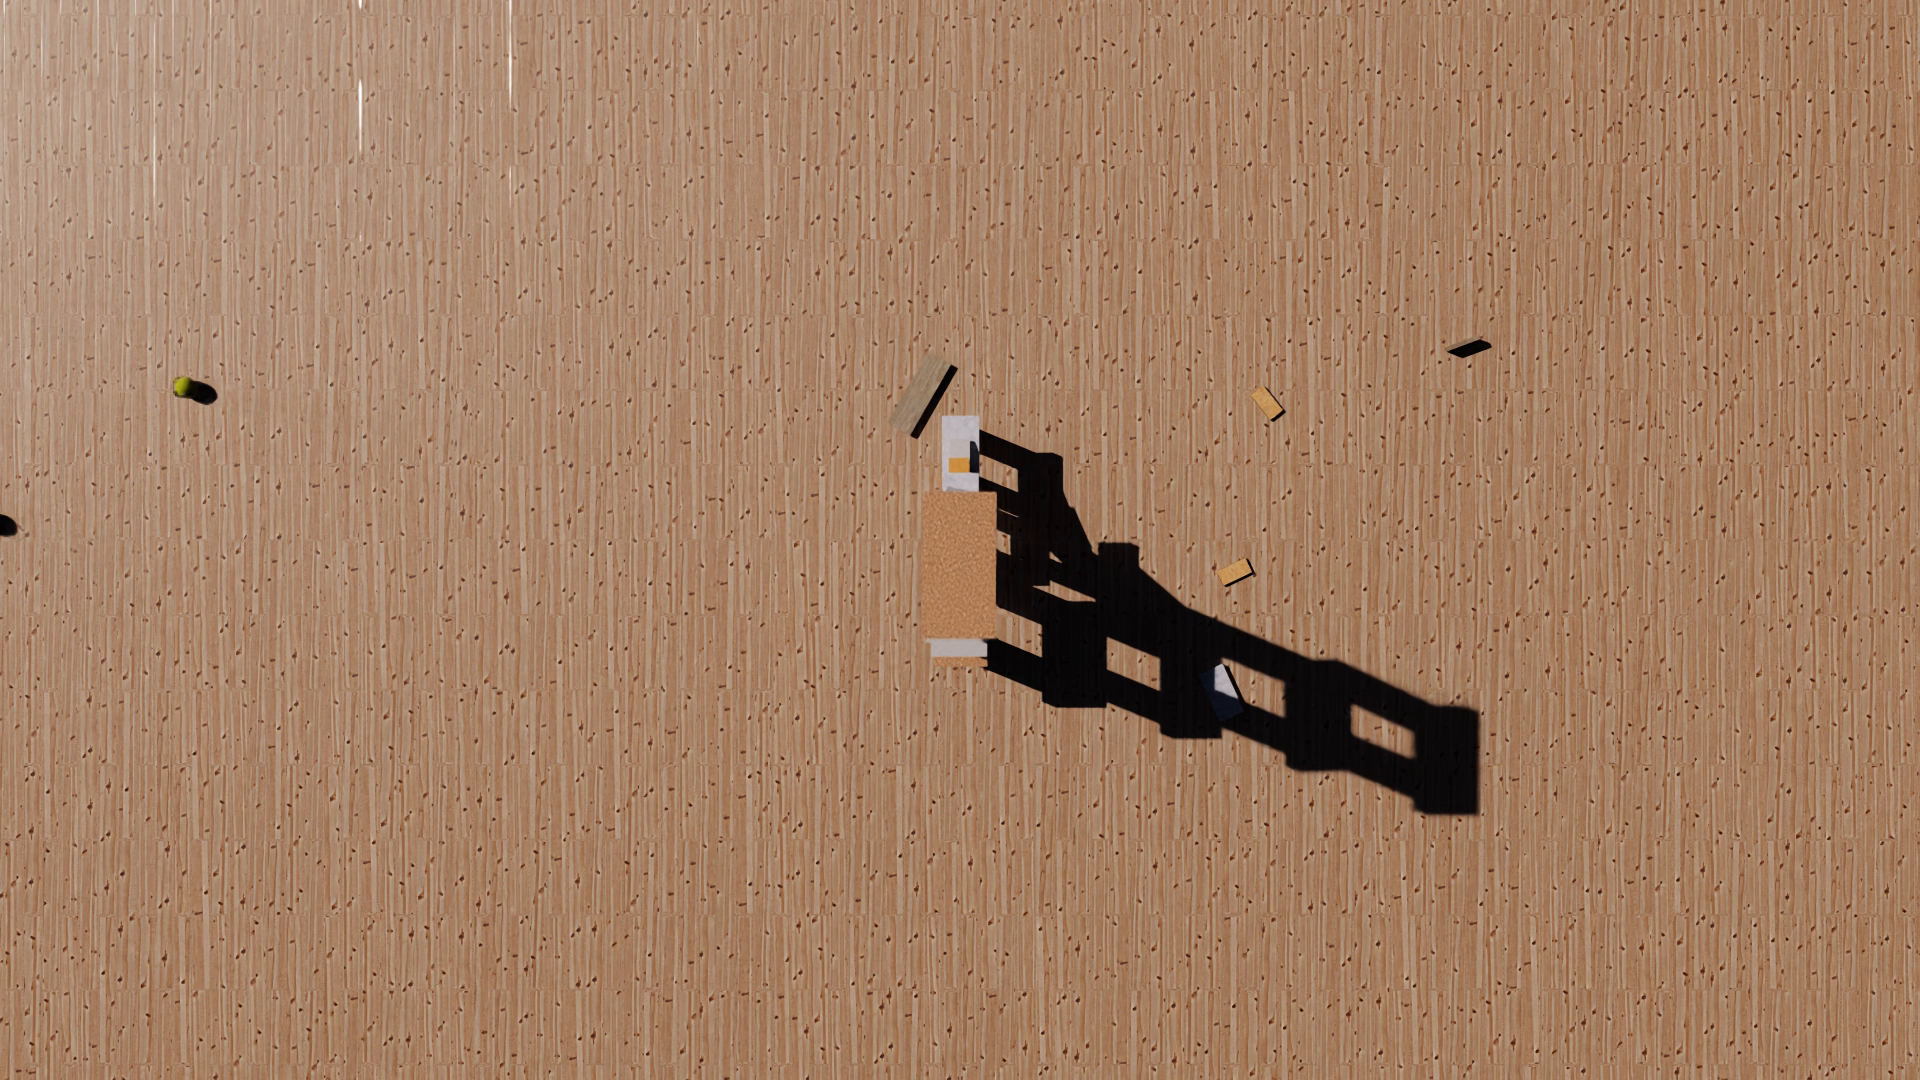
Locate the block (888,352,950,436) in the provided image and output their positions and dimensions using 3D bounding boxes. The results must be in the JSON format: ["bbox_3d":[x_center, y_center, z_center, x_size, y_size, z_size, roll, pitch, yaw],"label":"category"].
[{"bbox_3d":[-0.136,-0.486,5.488,0.087,0.025,0.272,30,90,0],"label":"block"}]

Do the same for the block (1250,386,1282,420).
[{"bbox_3d":[1.020,-0.457,5.493,0.053,0.015,0.105,-38,90,0],"label":"block"}]

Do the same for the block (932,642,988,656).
[{"bbox_3d":[-0.001,0.174,4.770,0.162,0.046,0.323,0,90,0],"label":"block"}]

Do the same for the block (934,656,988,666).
[{"bbox_3d":[0.002,0.224,5.140,0.168,0.048,0.337,0,90,0],"label":"block"}]

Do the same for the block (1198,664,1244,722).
[{"bbox_3d":[0.868,0.508,5.488,0.087,0.025,0.175,-25,90,0],"label":"block"}]

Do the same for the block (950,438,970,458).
[{"bbox_3d":[-0.001,-0.258,5.197,0.064,0.018,0.129,0,66,0],"label":"block"}]

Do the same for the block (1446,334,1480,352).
[{"bbox_3d":[1.668,-0.653,5.474,0.105,0.053,0.015,-20,90,0],"label":"block"}]

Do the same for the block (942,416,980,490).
[{"bbox_3d":[0.003,-0.276,5.247,0.118,0.033,0.236,0,90,0],"label":"block"}]

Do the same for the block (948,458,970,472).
[{"bbox_3d":[-0.002,-0.195,5.147,0.064,0.018,0.129,-2,65,-1],"label":"block"}]

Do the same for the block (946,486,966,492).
[{"bbox_3d":[-0.007,-0.109,4.900,0.087,0.175,0.025,16,111,0],"label":"block"}]

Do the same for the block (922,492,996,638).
[{"bbox_3d":[-0.002,0.060,3.964,0.175,0.050,0.351,0,90,0],"label":"block"}]

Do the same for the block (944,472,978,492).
[{"bbox_3d":[0.002,-0.096,5.001,0.107,0.030,0.214,1,90,0],"label":"block"}]

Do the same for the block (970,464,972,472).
[{"bbox_3d":[0.003,-0.184,5.181,0.064,0.018,0.129,0,49,0],"label":"block"}]

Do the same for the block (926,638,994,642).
[{"bbox_3d":[-0.004,0.091,4.366,0.178,0.050,0.356,-1,90,0],"label":"block"}]

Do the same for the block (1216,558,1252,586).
[{"bbox_3d":[0.912,0.105,5.493,0.105,0.015,0.053,-25,90,0],"label":"block"}]
